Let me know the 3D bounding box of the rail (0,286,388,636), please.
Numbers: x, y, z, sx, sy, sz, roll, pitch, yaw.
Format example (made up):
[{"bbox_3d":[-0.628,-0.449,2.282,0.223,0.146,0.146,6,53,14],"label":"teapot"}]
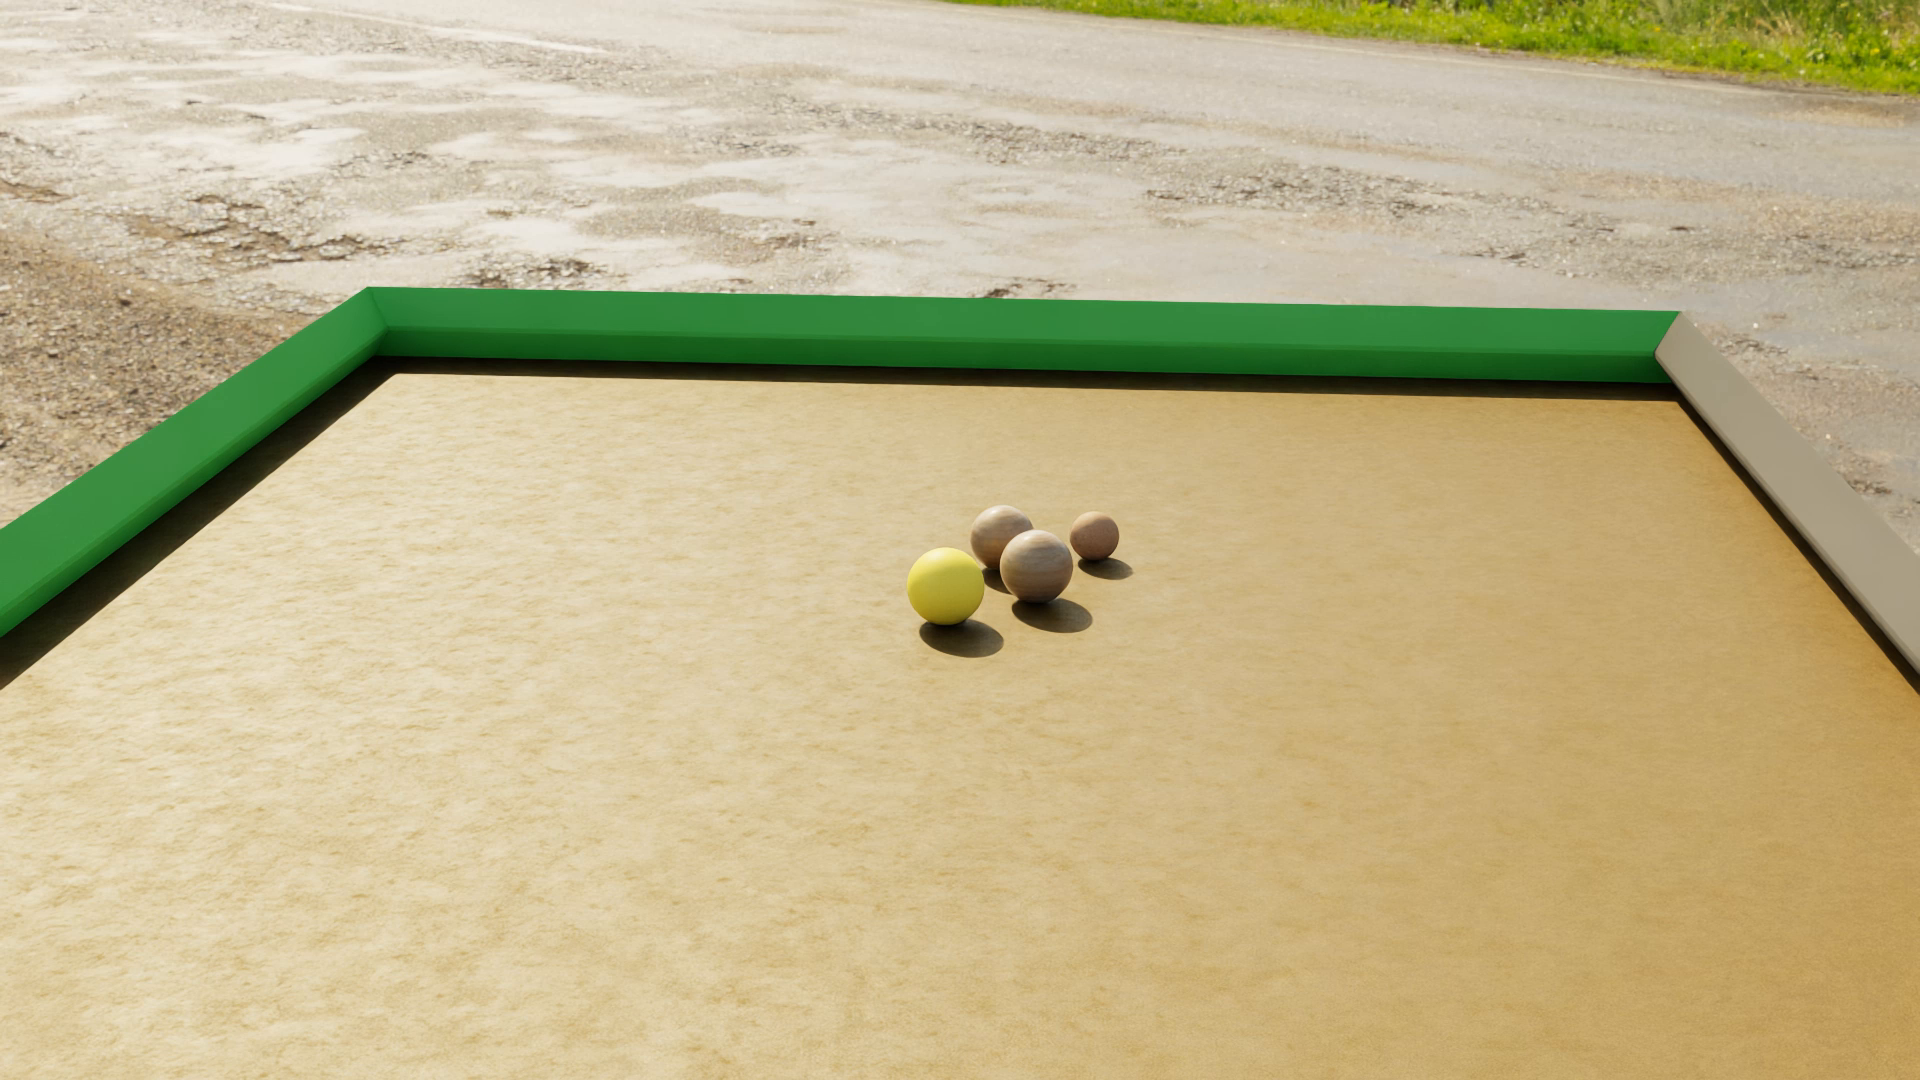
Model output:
[{"bbox_3d":[-1.083,0.264,1.793,0.045,0.112,3.736,2,19,4],"label":"rail"}]

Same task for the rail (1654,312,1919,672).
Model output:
[{"bbox_3d":[0.930,0.319,1.637,0.045,0.112,3.736,2,19,4],"label":"rail"}]

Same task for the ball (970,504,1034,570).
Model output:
[{"bbox_3d":[0.050,-0.003,2.605,0.078,0.078,0.078,0,19,0],"label":"ball"}]

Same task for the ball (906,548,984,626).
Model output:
[{"bbox_3d":[-0.016,0.051,2.439,0.087,0.087,0.087,0,19,0],"label":"ball"}]

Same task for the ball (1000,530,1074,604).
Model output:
[{"bbox_3d":[0.087,0.030,2.503,0.084,0.084,0.084,0,19,0],"label":"ball"}]

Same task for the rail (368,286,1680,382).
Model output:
[{"bbox_3d":[0.075,-0.318,3.449,2.067,0.112,0.045,2,19,4],"label":"rail"}]

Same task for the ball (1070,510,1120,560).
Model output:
[{"bbox_3d":[0.161,-0.005,2.639,0.060,0.060,0.060,0,19,0],"label":"ball"}]
